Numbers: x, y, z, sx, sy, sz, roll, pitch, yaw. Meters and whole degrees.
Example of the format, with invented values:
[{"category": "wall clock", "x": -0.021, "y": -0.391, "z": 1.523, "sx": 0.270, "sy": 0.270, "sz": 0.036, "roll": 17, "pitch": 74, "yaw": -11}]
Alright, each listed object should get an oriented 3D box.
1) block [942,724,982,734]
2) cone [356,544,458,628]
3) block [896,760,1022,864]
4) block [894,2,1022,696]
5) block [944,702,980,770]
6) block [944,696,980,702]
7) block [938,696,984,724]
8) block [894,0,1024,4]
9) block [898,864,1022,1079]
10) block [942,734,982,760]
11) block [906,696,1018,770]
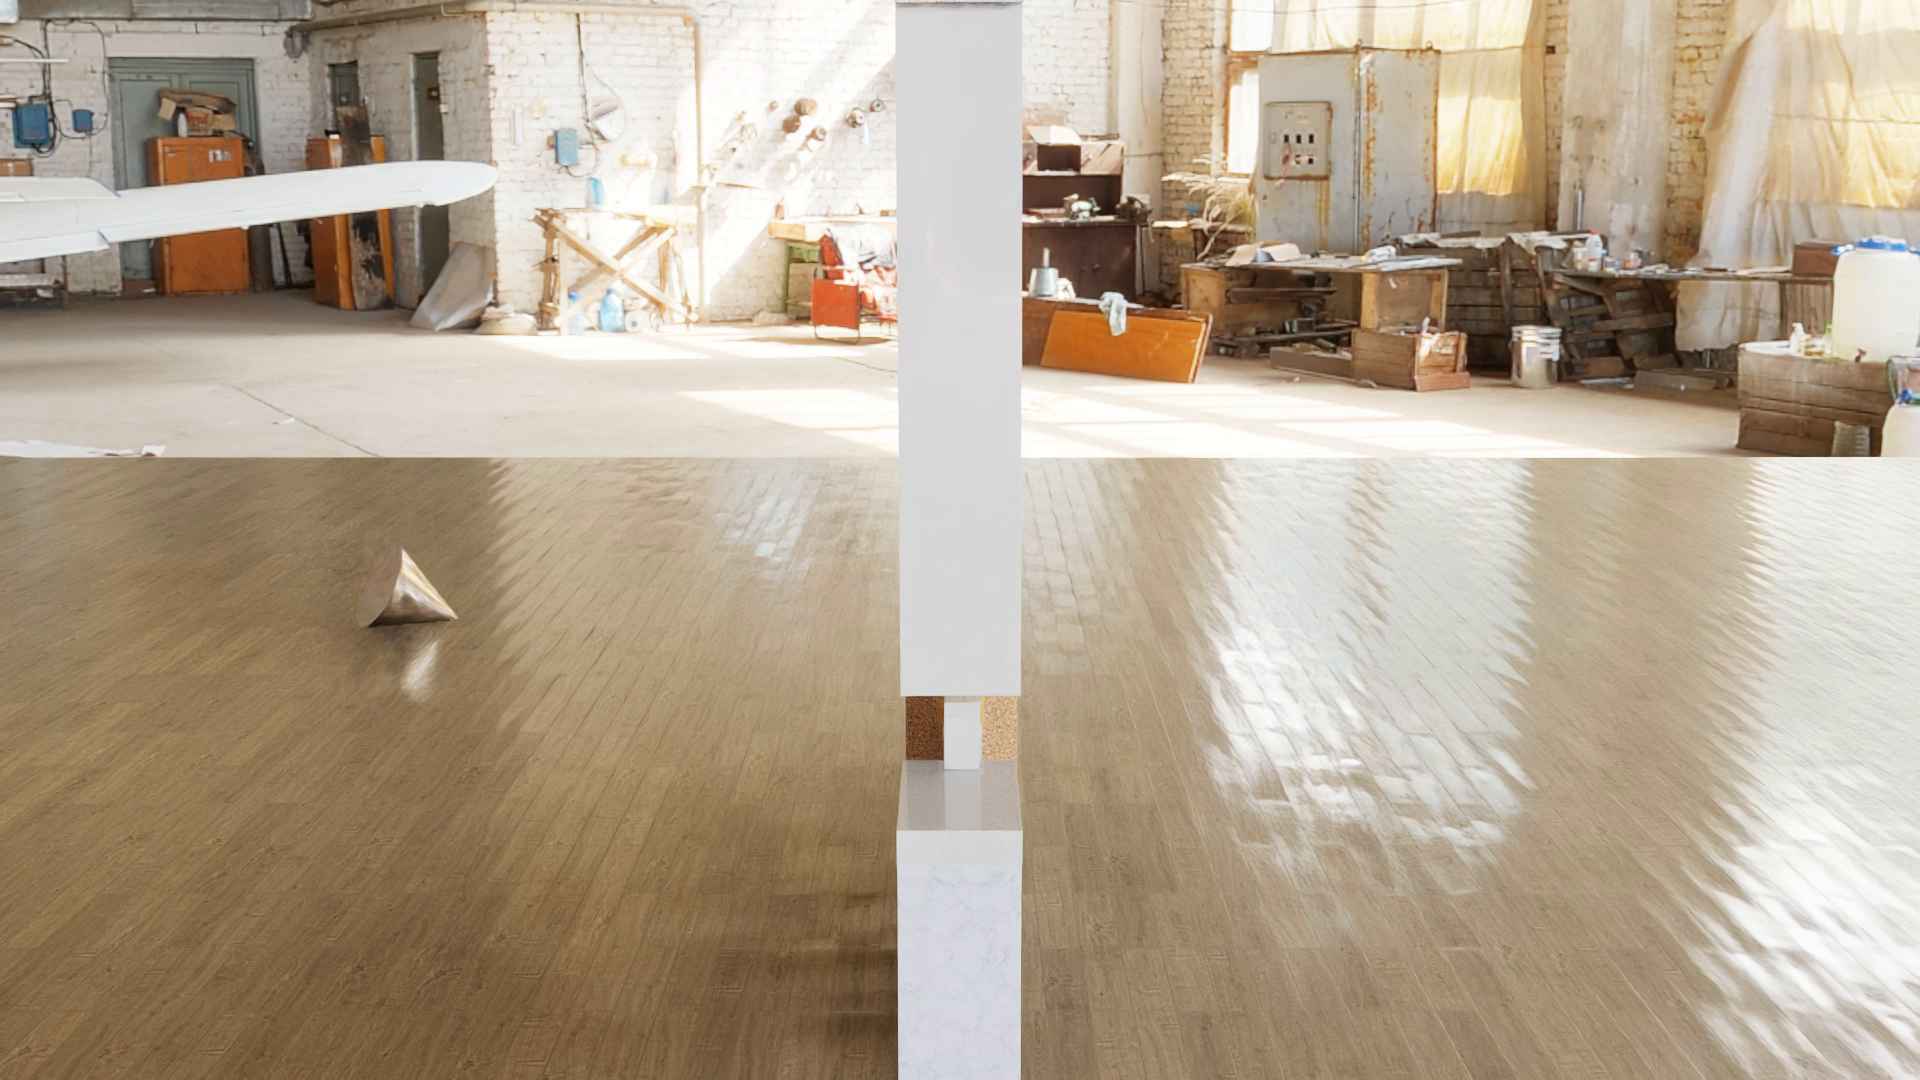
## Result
[{"category": "block", "x": 0.003, "y": 0.263, "z": 3.234, "sx": 0.058, "sy": 0.016, "sz": 0.115, "roll": 0, "pitch": 10, "yaw": 0}, {"category": "cone", "x": -1.393, "y": 0.162, "z": 5.670, "sx": 0.231, "sy": 0.231, "sz": 0.231, "roll": 27, "pitch": -5, "yaw": -31}, {"category": "block", "x": -0.001, "y": 0.366, "z": 2.982, "sx": 0.162, "sy": 0.046, "sz": 0.323, "roll": 0, "pitch": 11, "yaw": 0}, {"category": "block", "x": 0.000, "y": -0.247, "z": 2.977, "sx": 0.166, "sy": 0.932, "sz": 0.047, "roll": 0, "pitch": 11, "yaw": 0}, {"category": "block", "x": 0.003, "y": 0.272, "z": 3.087, "sx": 0.050, "sy": 0.100, "sz": 0.014, "roll": 0, "pitch": 10, "yaw": 0}, {"category": "block", "x": 0.003, "y": 0.210, "z": 3.109, "sx": 0.050, "sy": 0.014, "sz": 0.100, "roll": 0, "pitch": 11, "yaw": 0}, {"category": "block", "x": 0.001, "y": 0.198, "z": 3.170, "sx": 0.067, "sy": 0.135, "sz": 0.019, "roll": 0, "pitch": 11, "yaw": 0}, {"category": "block", "x": -0.002, "y": -0.748, "z": 2.995, "sx": 0.166, "sy": 0.047, "sz": 0.333, "roll": 0, "pitch": 11, "yaw": 0}, {"category": "block", "x": -0.001, "y": 0.567, "z": 2.909, "sx": 0.162, "sy": 0.323, "sz": 0.046, "roll": 0, "pitch": 11, "yaw": 0}, {"category": "block", "x": 0.003, "y": 0.335, "z": 3.208, "sx": 0.058, "sy": 0.115, "sz": 0.016, "roll": 0, "pitch": 10, "yaw": 0}, {"category": "block", "x": 0.002, "y": 0.166, "z": 3.337, "sx": 0.169, "sy": 0.400, "sz": 0.048, "roll": 0, "pitch": 10, "yaw": 0}]
